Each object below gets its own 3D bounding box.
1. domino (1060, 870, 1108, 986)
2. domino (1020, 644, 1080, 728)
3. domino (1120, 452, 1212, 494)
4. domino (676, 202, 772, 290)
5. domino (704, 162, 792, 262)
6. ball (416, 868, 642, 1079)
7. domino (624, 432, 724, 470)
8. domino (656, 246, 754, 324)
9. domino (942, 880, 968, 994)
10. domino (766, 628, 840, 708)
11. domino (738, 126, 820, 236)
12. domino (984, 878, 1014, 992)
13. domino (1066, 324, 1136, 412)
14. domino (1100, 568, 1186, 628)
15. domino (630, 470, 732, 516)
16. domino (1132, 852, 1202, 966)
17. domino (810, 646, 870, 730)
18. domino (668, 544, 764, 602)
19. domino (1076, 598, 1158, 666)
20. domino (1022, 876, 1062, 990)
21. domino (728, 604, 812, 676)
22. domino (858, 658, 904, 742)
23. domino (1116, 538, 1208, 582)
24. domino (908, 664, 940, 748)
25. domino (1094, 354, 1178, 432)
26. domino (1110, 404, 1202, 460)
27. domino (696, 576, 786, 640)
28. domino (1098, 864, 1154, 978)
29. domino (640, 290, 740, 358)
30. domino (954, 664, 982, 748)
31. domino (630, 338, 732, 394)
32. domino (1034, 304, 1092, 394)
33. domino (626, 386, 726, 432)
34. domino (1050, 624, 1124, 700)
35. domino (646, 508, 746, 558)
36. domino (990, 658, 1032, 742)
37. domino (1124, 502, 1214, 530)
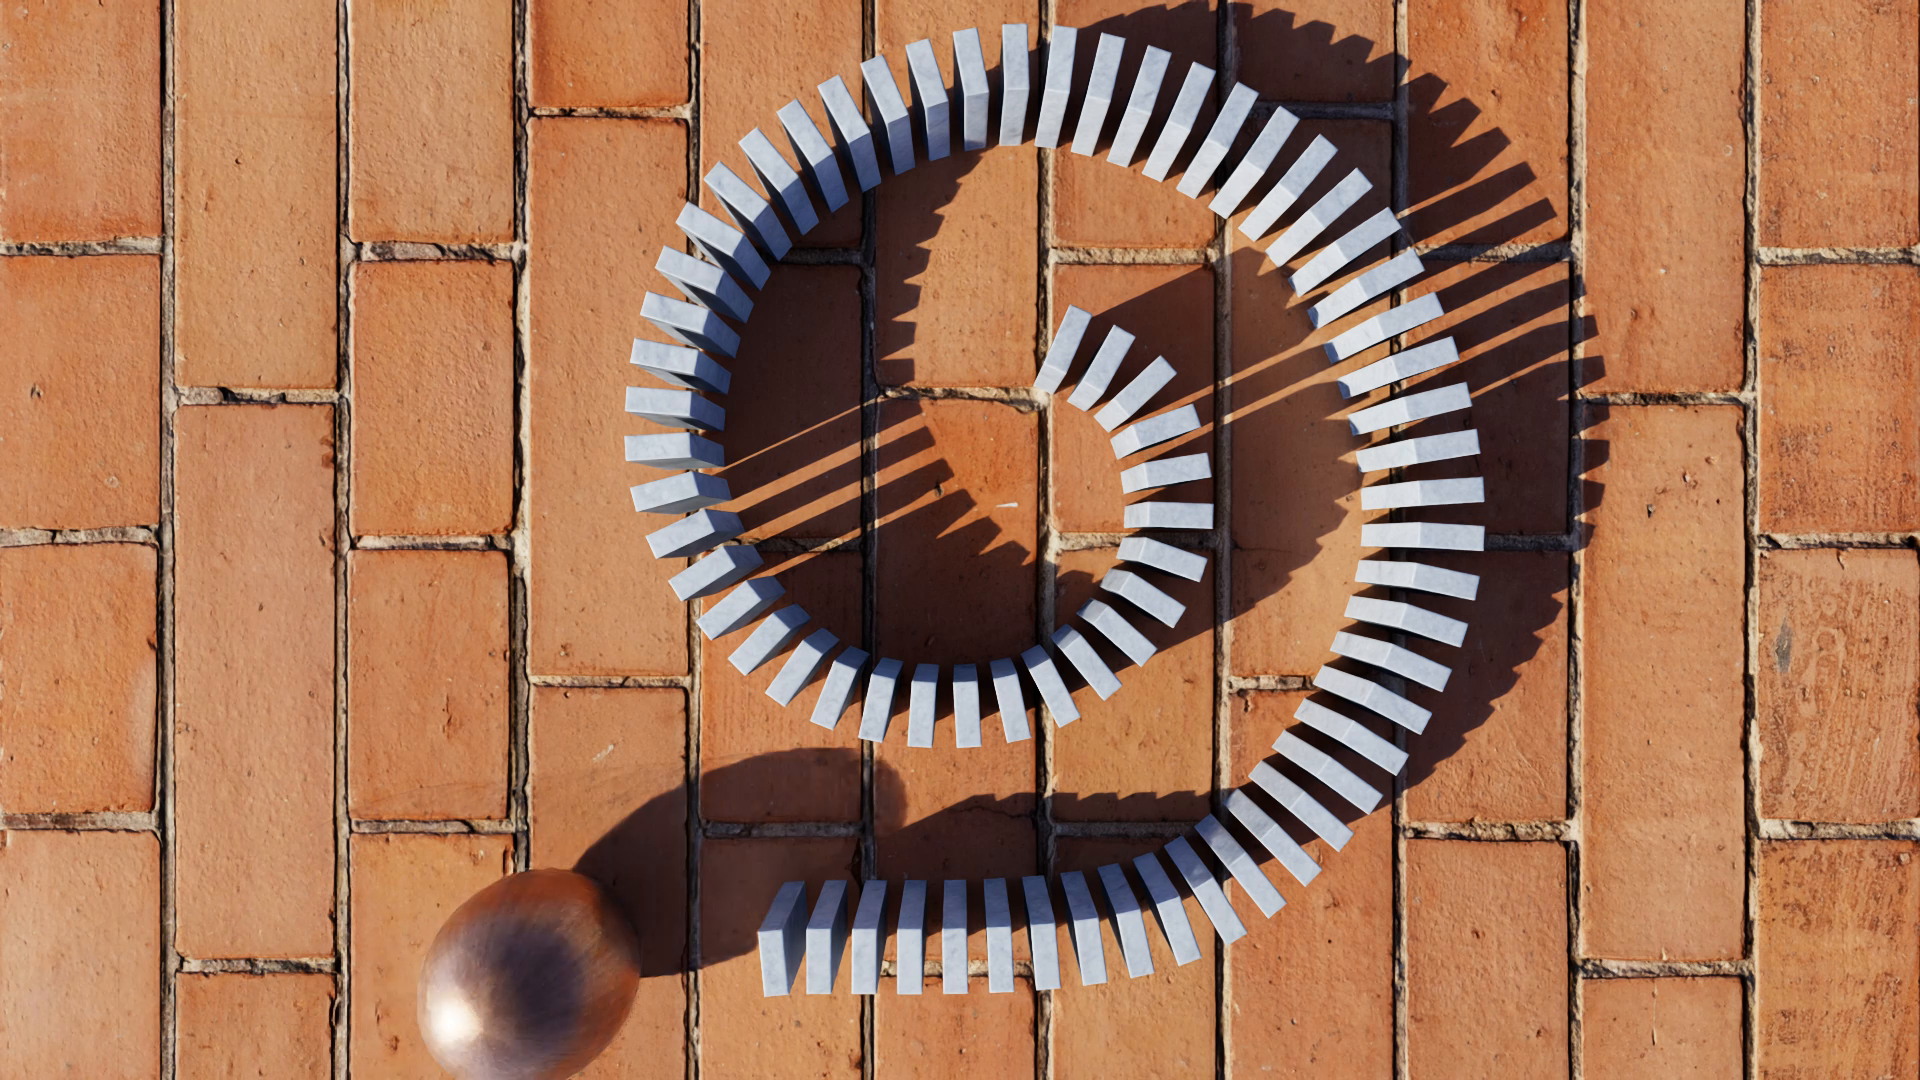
[{"bbox_3d":[0.050,0.157,0.375,0.010,0.050,0.025,-8,90,0],"label":"domino"},{"bbox_3d":[0.036,0.059,0.375,0.009,0.050,0.025,-28,90,0],"label":"domino"},{"bbox_3d":[0.083,-0.027,0.375,0.025,0.050,0.009,-9,90,0],"label":"domino"},{"bbox_3d":[-0.095,-0.119,0.375,0.025,0.050,0.009,30,90,0],"label":"domino"},{"bbox_3d":[-0.085,-0.133,0.375,0.025,0.050,0.010,41,90,0],"label":"domino"},{"bbox_3d":[-0.167,0.171,0.360,0.080,0.080,0.080,0,90,0],"label":"ball"},{"bbox_3d":[-0.115,-0.036,0.375,0.025,0.050,0.009,-3,90,0],"label":"domino"},{"bbox_3d":[-0.103,-0.104,0.375,0.025,0.050,0.009,23,90,0],"label":"domino"},{"bbox_3d":[-0.002,0.161,0.375,0.010,0.050,0.025,-1,90,0],"label":"domino"},{"bbox_3d":[-0.063,0.051,0.375,0.010,0.050,0.025,36,90,0],"label":"domino"},{"bbox_3d":[-0.073,-0.145,0.375,0.009,0.050,0.025,-40,90,0],"label":"domino"},{"bbox_3d":[0.016,0.160,0.375,0.009,0.050,0.025,-3,90,0],"label":"domino"},{"bbox_3d":[0.057,-0.069,0.375,0.010,0.050,0.025,30,90,0],"label":"domino"},{"bbox_3d":[0.074,0.023,0.375,0.025,0.050,0.010,33,90,0],"label":"domino"},{"bbox_3d":[-0.113,-0.019,0.375,0.025,0.050,0.010,-15,90,0],"label":"domino"},{"bbox_3d":[0.084,0.149,0.375,0.010,0.050,0.025,-20,90,0],"label":"domino"},{"bbox_3d":[-0.048,0.059,0.375,0.010,0.050,0.025,22,90,0],"label":"domino"},{"bbox_3d":[-0.098,0.013,0.375,0.025,0.050,0.010,-32,90,0],"label":"domino"},{"bbox_3d":[0.063,0.037,0.375,0.025,0.050,0.009,41,90,0],"label":"domino"},{"bbox_3d":[0.033,0.159,0.375,0.010,0.050,0.025,-5,90,0],"label":"domino"},{"bbox_3d":[-0.077,0.040,0.375,0.010,0.050,0.025,44,90,0],"label":"domino"},{"bbox_3d":[-0.032,0.064,0.375,0.009,0.050,0.025,12,90,0],"label":"domino"},{"bbox_3d":[0.081,0.008,0.375,0.025,0.050,0.009,19,90,0],"label":"domino"},{"bbox_3d":[-0.014,0.067,0.375,0.009,0.050,0.025,4,90,0],"label":"domino"},{"bbox_3d":[0.071,-0.059,0.375,0.025,0.050,0.010,-43,90,0],"label":"domino"},{"bbox_3d":[0.079,-0.044,0.375,0.025,0.050,0.010,-19,90,0],"label":"domino"},{"bbox_3d":[-0.088,0.027,0.375,0.025,0.050,0.009,-39,90,0],"label":"domino"},{"bbox_3d":[0.067,0.154,0.375,0.010,0.050,0.025,-13,90,0],"label":"domino"},{"bbox_3d":[-0.109,-0.087,0.375,0.025,0.050,0.009,16,90,0],"label":"domino"},{"bbox_3d":[0.003,0.067,0.375,0.009,0.050,0.025,-3,90,0],"label":"domino"},{"bbox_3d":[-0.113,-0.070,0.375,0.025,0.050,0.009,10,90,0],"label":"domino"},{"bbox_3d":[0.041,-0.077,0.375,0.010,0.050,0.025,24,90,0],"label":"domino"},{"bbox_3d":[-0.115,-0.053,0.375,0.025,0.050,0.010,4,90,0],"label":"domino"},{"bbox_3d":[0.051,0.049,0.375,0.010,0.050,0.025,-40,90,0],"label":"domino"},{"bbox_3d":[-0.107,-0.002,0.375,0.025,0.050,0.010,-25,90,0],"label":"domino"},{"bbox_3d":[0.020,0.064,0.375,0.009,0.050,0.025,-12,90,0],"label":"domino"},{"bbox_3d":[0.084,-0.010,0.375,0.025,0.050,0.009,2,90,0],"label":"domino"}]
